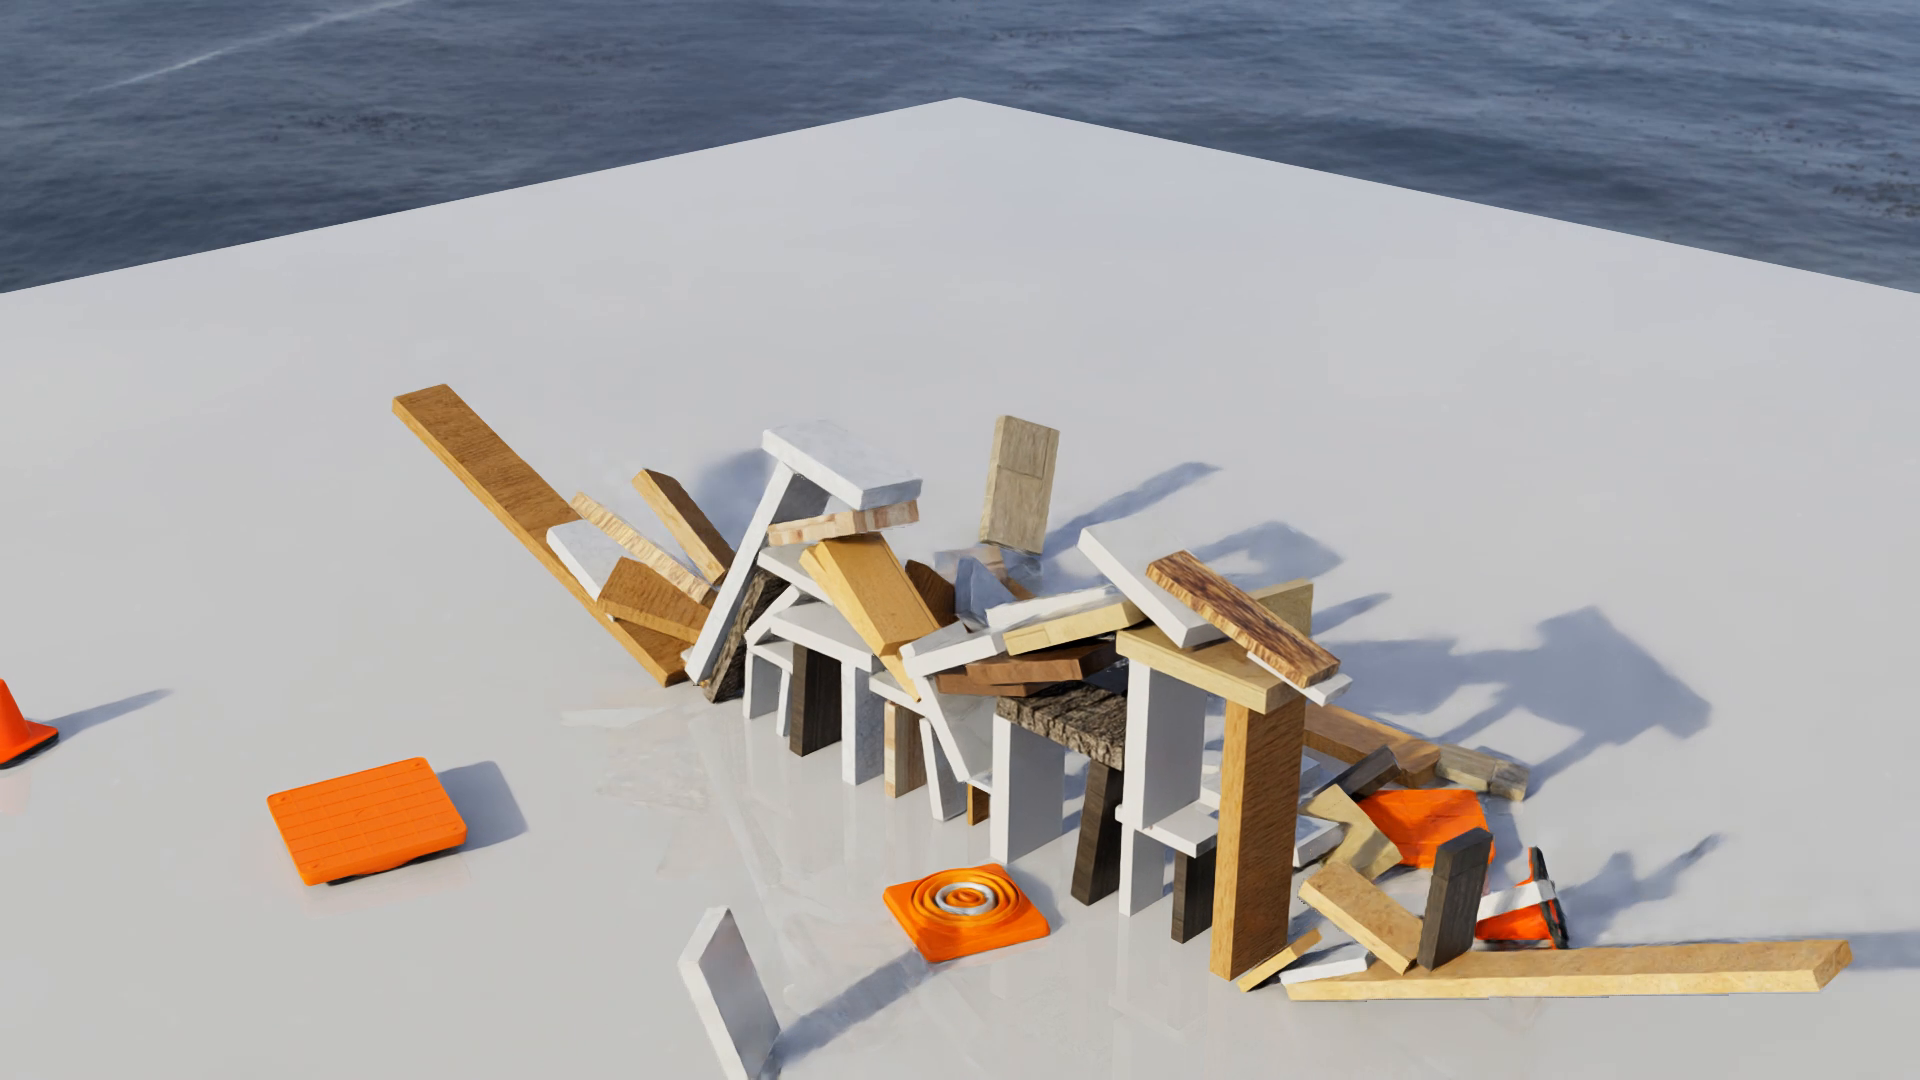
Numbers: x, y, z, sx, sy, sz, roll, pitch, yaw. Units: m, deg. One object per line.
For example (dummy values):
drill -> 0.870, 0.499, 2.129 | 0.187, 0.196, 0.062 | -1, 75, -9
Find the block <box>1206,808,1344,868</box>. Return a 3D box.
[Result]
block -> 0.596, 0.571, 4.291 | 0.135, 0.038, 0.270 | -20, 18, -39

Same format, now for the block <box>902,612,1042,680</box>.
block -> 0.026, 0.203, 4.198 | 0.136, 0.039, 0.273 | -22, 1, -41

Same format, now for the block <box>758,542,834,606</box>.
block -> -0.304, 0.064, 4.595 | 0.225, 0.032, 0.112 | 27, 33, 34

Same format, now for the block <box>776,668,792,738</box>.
block -> -0.349, 0.339, 4.742 | 0.085, 0.169, 0.024 | -19, 40, -38

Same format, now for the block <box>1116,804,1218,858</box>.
block -> 0.387, 0.517, 4.019 | 0.095, 0.027, 0.191 | -21, 31, -41

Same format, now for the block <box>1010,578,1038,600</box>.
block -> 0.106, 0.169, 5.303 | 0.165, 0.047, 0.330 | -12, 26, -25

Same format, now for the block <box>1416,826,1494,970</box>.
block -> 0.818, 0.593, 3.636 | 0.111, 0.222, 0.031 | -16, 30, -40

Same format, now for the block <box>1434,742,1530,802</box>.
block -> 1.080, 0.479, 4.547 | 0.183, 0.026, 0.091 | 17, 32, 13

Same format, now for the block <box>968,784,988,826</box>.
block -> 0.036, 0.522, 4.410 | 0.013, 0.094, 0.047 | 21, 31, 41

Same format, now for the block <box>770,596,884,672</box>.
block -> -0.240, 0.191, 4.537 | 0.281, 0.040, 0.140 | 19, 30, 36

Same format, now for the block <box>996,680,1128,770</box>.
block -> 0.236, 0.332, 4.108 | 0.157, 0.045, 0.315 | -21, 30, -40

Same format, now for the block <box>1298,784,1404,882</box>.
block -> 0.742, 0.580, 4.276 | 0.127, 0.036, 0.255 | -33, 28, -3

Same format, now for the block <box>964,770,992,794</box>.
block -> 0.059, 0.482, 4.369 | 0.094, 0.013, 0.047 | 21, 31, 41

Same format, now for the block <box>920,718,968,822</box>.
block -> -0.020, 0.447, 4.433 | 0.106, 0.212, 0.030 | -21, 21, -41

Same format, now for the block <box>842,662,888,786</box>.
block -> -0.178, 0.358, 4.557 | 0.140, 0.281, 0.040 | -20, 32, -39

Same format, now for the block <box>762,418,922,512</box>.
block -> -0.240, -0.157, 4.455 | 0.159, 0.045, 0.318 | -13, 34, -41

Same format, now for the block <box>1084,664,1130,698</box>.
block -> 0.303, 0.271, 5.010 | 0.177, 0.050, 0.354 | -30, 35, -29

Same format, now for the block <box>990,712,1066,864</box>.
block -> 0.133, 0.459, 4.275 | 0.158, 0.315, 0.045 | -21, 32, -41

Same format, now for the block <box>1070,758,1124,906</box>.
block -> 0.295, 0.521, 4.125 | 0.157, 0.315, 0.045 | -21, 39, -40

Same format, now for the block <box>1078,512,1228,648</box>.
block -> 0.360, 0.068, 3.873 | 0.153, 0.043, 0.307 | -12, 42, -33

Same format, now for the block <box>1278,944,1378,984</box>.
block -> 0.646, 0.739, 3.846 | 0.161, 0.023, 0.081 | -17, 4, 29

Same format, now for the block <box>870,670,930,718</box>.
block -> -0.073, 0.308, 4.451 | 0.106, 0.030, 0.212 | -20, 30, -39

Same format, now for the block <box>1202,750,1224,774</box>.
block -> 0.484, 0.463, 4.644 | 0.137, 0.019, 0.068 | 6, 24, 13

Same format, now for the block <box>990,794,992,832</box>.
block -> 0.081, 0.540, 4.369 | 0.013, 0.094, 0.047 | 21, 31, 41

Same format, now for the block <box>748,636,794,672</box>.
block -> -0.372, 0.240, 4.728 | 0.085, 0.024, 0.169 | -19, 30, -39

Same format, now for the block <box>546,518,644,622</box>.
block -> -0.823, 0.063, 5.141 | 0.151, 0.043, 0.302 | -17, 49, -38

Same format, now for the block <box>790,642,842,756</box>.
block -> -0.291, 0.310, 4.667 | 0.040, 0.281, 0.140 | 27, 35, 37

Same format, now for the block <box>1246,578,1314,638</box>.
block -> 0.693, 0.191, 5.123 | 0.292, 0.146, 0.041 | -14, 26, -29

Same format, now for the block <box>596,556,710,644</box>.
block -> -0.662, 0.146, 5.024 | 0.300, 0.042, 0.150 | 19, 41, 2

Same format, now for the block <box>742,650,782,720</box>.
block -> -0.430, 0.306, 4.820 | 0.085, 0.169, 0.024 | -18, 37, -36

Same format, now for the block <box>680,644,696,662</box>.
block -> -0.584, 0.275, 4.968 | 0.091, 0.013, 0.045 | 36, 41, 22

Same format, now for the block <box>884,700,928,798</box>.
block -> -0.105, 0.414, 4.512 | 0.106, 0.212, 0.030 | -21, 32, -41

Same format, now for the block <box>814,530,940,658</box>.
block -> -0.164, 0.106, 4.443 | 0.144, 0.041, 0.288 | -8, 51, -36

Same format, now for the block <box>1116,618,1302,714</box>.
block -> 0.450, 0.201, 3.822 | 0.165, 0.047, 0.330 | -21, 31, -41
